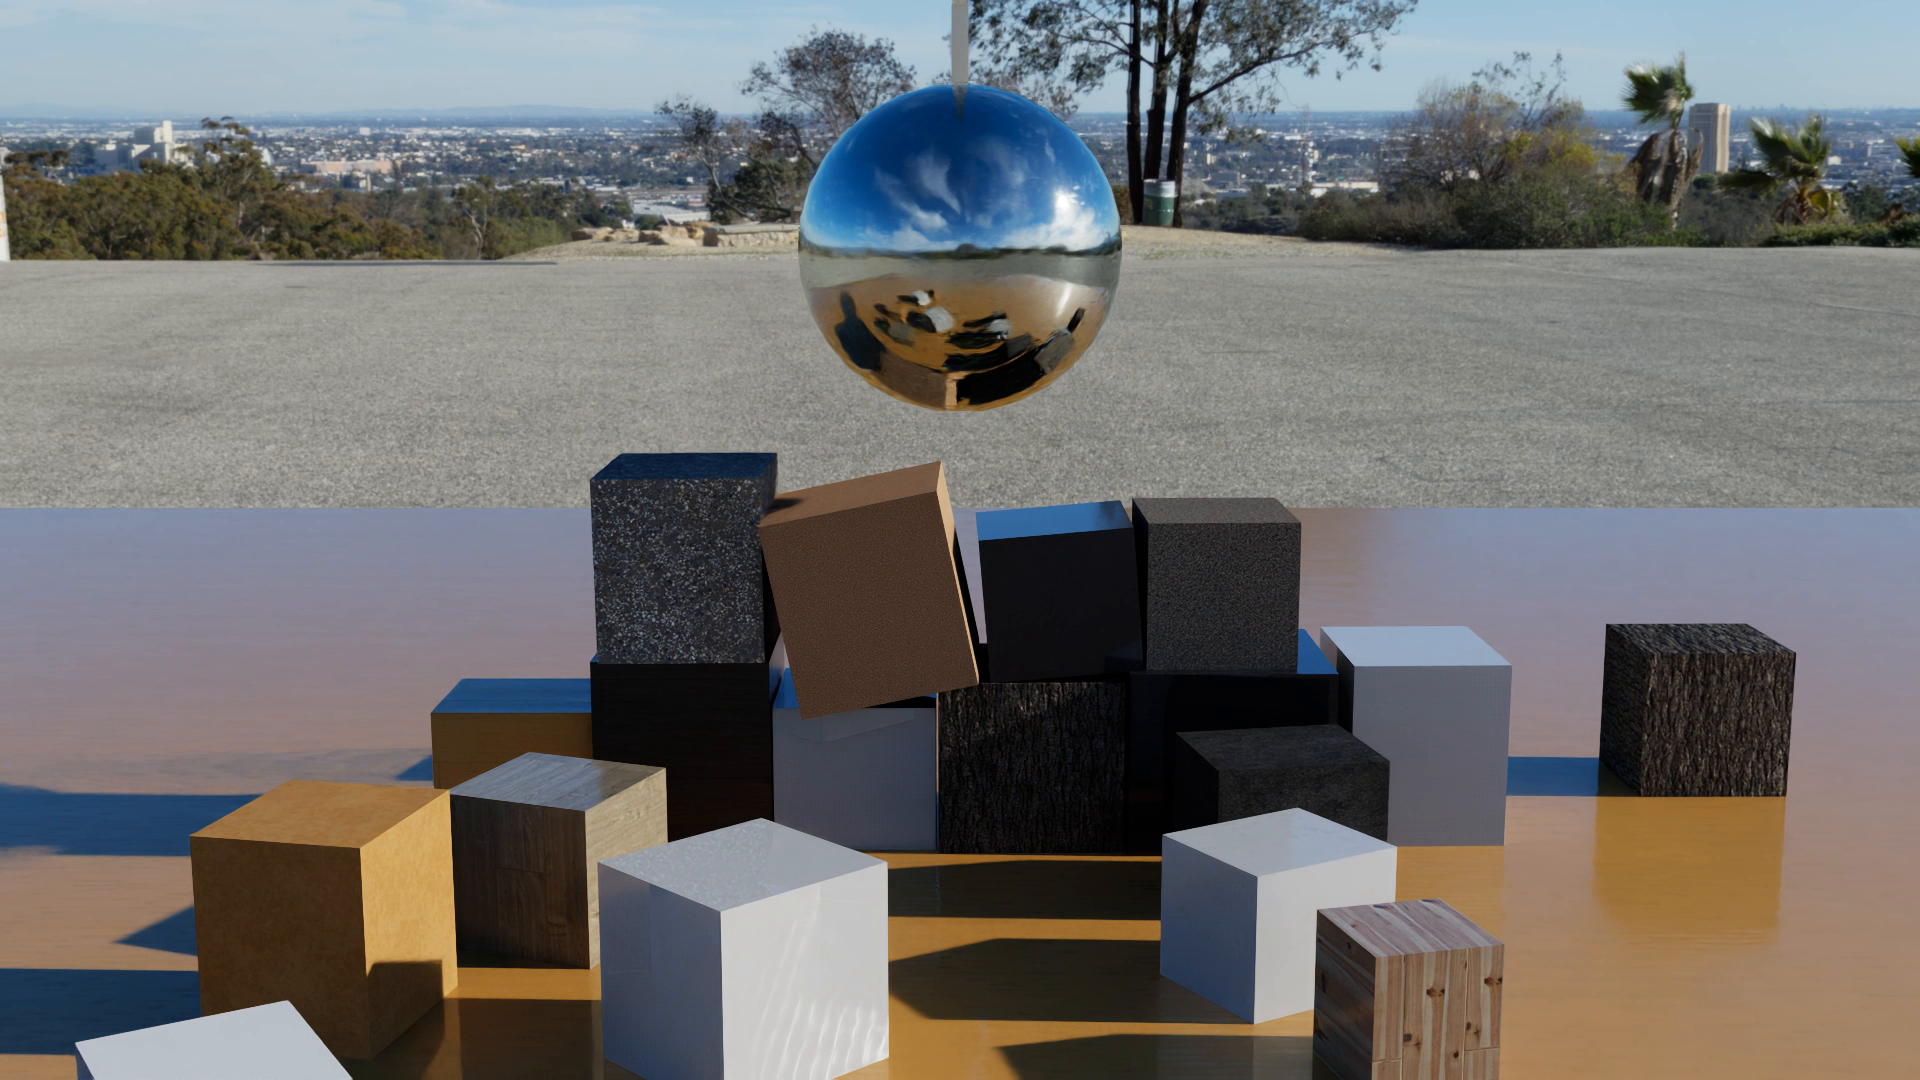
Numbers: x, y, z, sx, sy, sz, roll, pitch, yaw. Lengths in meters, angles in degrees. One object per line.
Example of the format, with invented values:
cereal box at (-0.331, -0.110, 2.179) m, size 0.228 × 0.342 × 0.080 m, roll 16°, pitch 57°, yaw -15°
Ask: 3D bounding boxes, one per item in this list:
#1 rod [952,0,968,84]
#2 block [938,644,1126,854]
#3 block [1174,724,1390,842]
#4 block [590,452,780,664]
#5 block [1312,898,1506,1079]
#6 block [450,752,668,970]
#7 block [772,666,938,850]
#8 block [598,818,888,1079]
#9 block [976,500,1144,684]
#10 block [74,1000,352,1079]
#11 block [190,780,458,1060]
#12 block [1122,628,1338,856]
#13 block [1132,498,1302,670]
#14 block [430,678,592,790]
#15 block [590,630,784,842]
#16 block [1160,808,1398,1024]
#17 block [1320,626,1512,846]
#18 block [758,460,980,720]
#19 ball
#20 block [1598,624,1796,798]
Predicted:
rod at (0.000, -4.784, 10.259) m, size 0.080 × 5.200 × 0.080 m, roll 0°, pitch 9°, yaw 0°
block at (0.349, 1.055, 11.330) m, size 0.919 × 0.871 × 0.884 m, roll 0°, pitch 10°, yaw -1°
block at (1.499, 1.315, 10.352) m, size 0.816 × 0.708 × 0.667 m, roll -2°, pitch 11°, yaw -11°
block at (-1.367, 0.075, 11.143) m, size 0.822 × 0.916 × 0.896 m, roll -1°, pitch 10°, yaw 1°
block at (1.693, 1.744, 8.344) m, size 0.518 × 0.583 × 0.524 m, roll -3°, pitch 11°, yaw -14°
block at (-1.794, 1.413, 9.819) m, size 0.719 × 0.707 × 0.700 m, roll 4°, pitch 11°, yaw 21°
block at (-0.525, 1.115, 11.388) m, size 0.808 × 0.732 × 0.874 m, roll 0°, pitch 10°, yaw 0°
block at (-0.830, 1.617, 8.458) m, size 0.799 × 0.792 × 0.766 m, roll -10°, pitch 14°, yaw -43°
block at (0.494, 0.248, 11.162) m, size 0.759 × 0.716 × 0.821 m, roll -5°, pitch 10°, yaw 0°
block at (-2.328, 1.961, 6.916) m, size 0.675 × 0.666 × 0.800 m, roll -6°, pitch 12°, yaw -31°
block at (-2.545, 1.509, 8.875) m, size 0.715 × 0.856 × 0.781 m, roll 2°, pitch 11°, yaw 12°
block at (1.338, 1.023, 11.341) m, size 1.022 × 0.929 × 1.011 m, roll 0°, pitch 10°, yaw -1°
block at (1.283, 0.209, 11.175) m, size 0.748 × 0.734 × 0.774 m, roll 0°, pitch 10°, yaw -2°
block at (-2.234, 1.138, 11.371) m, size 0.808 × 0.692 × 0.714 m, roll 0°, pitch 10°, yaw 0°
block at (-1.381, 0.998, 11.361) m, size 0.883 × 0.971 × 0.896 m, roll 0°, pitch 10°, yaw 0°
block at (1.332, 1.561, 9.245) m, size 0.735 × 0.621 × 0.636 m, roll -6°, pitch 12°, yaw -31°
block at (2.337, 1.003, 11.434) m, size 0.786 × 0.935 × 0.895 m, roll 0°, pitch 10°, yaw -2°
block at (-0.432, 0.232, 11.038) m, size 0.875 × 0.970 × 0.962 m, roll -12°, pitch 10°, yaw 3°
ball at (0.000, -1.427, 10.801) m, size 1.600 × 1.600 × 1.600 m, roll 0°, pitch 10°, yaw 0°
block at (4.074, 0.933, 12.204) m, size 0.800 × 0.798 × 0.738 m, roll 0°, pitch 10°, yaw -1°
